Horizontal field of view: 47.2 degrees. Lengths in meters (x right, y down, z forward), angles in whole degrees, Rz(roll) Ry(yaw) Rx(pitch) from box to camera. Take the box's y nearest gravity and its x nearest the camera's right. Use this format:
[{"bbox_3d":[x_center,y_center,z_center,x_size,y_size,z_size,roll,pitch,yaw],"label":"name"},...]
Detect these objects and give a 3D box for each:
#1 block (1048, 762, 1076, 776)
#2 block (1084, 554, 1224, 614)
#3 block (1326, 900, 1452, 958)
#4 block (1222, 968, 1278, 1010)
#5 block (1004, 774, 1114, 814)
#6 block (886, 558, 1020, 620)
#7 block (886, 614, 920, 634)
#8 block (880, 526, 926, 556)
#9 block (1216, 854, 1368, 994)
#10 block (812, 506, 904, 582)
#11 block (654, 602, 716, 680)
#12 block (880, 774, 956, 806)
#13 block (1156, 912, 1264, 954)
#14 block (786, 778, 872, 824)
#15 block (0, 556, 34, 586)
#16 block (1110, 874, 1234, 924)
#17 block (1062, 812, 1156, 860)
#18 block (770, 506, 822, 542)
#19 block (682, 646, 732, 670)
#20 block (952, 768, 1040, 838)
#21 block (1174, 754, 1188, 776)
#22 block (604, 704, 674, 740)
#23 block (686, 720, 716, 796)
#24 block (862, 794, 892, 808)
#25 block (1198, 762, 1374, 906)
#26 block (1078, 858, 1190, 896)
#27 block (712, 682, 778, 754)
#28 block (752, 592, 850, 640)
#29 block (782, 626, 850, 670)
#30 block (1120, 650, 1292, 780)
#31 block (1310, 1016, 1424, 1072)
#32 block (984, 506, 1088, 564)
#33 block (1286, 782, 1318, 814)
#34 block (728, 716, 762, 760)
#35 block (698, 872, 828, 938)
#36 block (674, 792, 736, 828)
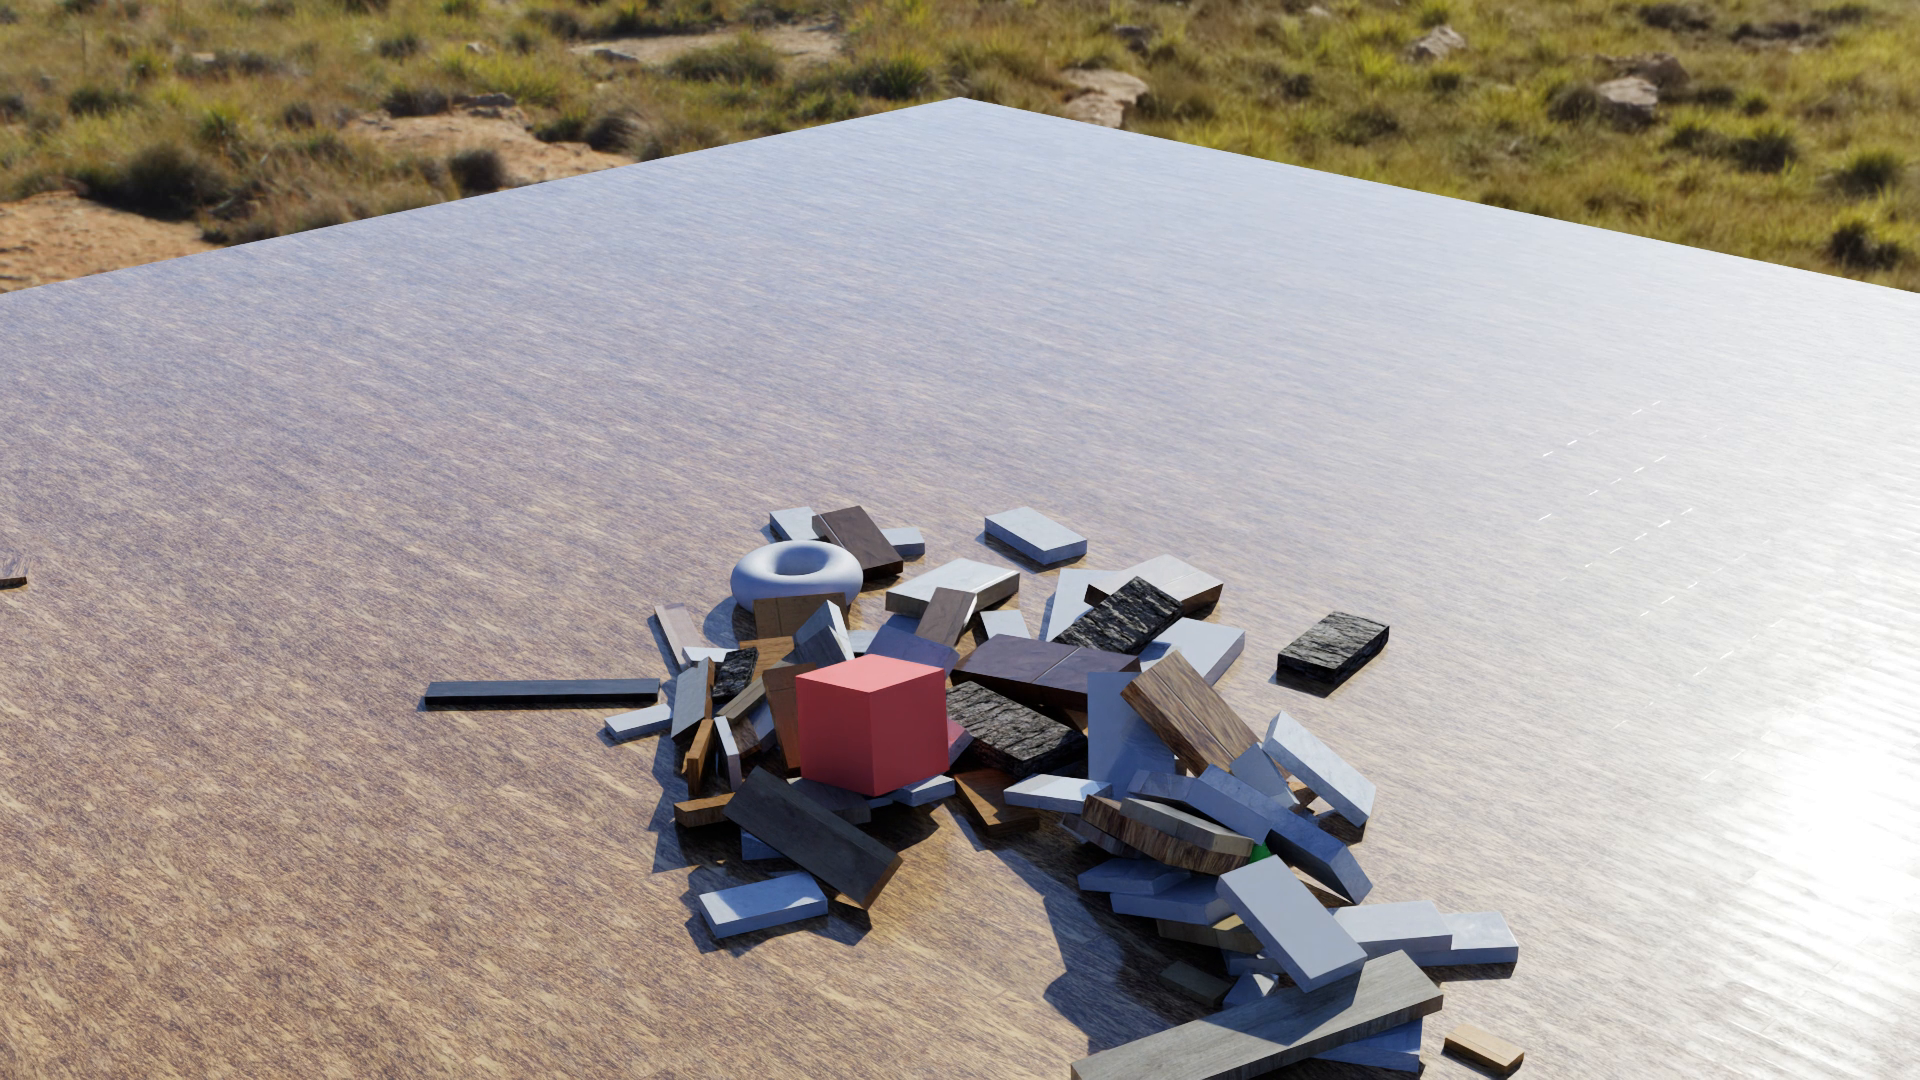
[{"bbox_3d":[0.145,0.456,4.652,0.097,0.027,0.194,-18,29,-36],"label":"block"},{"bbox_3d":[0.470,0.126,5.312,0.173,0.049,0.346,28,28,30],"label":"block"},{"bbox_3d":[0.758,0.705,3.974,0.231,0.033,0.116,-3,23,-8],"label":"block"},{"bbox_3d":[0.512,0.795,3.866,0.059,0.017,0.118,12,26,26],"label":"block"},{"bbox_3d":[0.197,0.507,4.394,0.200,0.028,0.100,2,17,41],"label":"block"},{"bbox_3d":[-0.015,0.124,5.352,0.173,0.049,0.346,13,19,28],"label":"block"},{"bbox_3d":[-0.135,0.251,5.120,0.136,0.039,0.272,7,24,16],"label":"block"},{"bbox_3d":[-0.209,0.009,5.700,0.219,0.031,0.109,-5,23,-11],"label":"block"},{"bbox_3d":[0.574,0.664,3.824,0.129,0.037,0.258,-14,44,-30],"label":"block"},{"bbox_3d":[-0.263,0.010,5.614,0.136,0.039,0.272,-13,37,-22],"label":"block"},{"bbox_3d":[-0.649,0.239,5.171,0.072,0.020,0.394,-7,24,-16],"label":"block"},{"bbox_3d":[-0.122,0.494,4.494,0.108,0.031,0.217,-12,15,-39],"label":"block"},{"bbox_3d":[0.484,0.688,3.956,0.129,0.037,0.258,-18,8,-32],"label":"block"},{"bbox_3d":[-0.265,0.521,4.409,0.117,0.033,0.234,-7,13,-16],"label":"block"},{"bbox_3d":[-2.383,0.079,5.551,0.066,0.019,0.131,-6,24,-14],"label":"block"},{"bbox_3d":[0.410,0.657,4.049,0.129,0.037,0.258,-18,8,-36],"label":"block"},{"bbox_3d":[0.290,0.575,4.274,0.100,0.028,0.200,15,3,-28],"label":"block"},{"bbox_3d":[-0.417,-0.029,5.789,0.109,0.031,0.219,-9,25,-20],"label":"block"},{"bbox_3d":[-0.558,0.273,5.045,0.147,0.021,0.073,5,20,-26],"label":"block"},{"bbox_3d":[0.072,0.532,4.468,0.108,0.031,0.217,-8,24,-18],"label":"block"},{"bbox_3d":[0.413,0.417,4.725,0.144,0.041,0.288,2,23,4],"label":"block"},{"bbox_3d":[-0.695,0.396,4.800,0.144,0.020,0.072,-13,26,-28],"label":"block"},{"bbox_3d":[-0.539,0.452,4.585,0.024,0.086,0.172,2,23,4],"label":"block"},{"bbox_3d":[-0.210,0.532,4.468,0.131,0.019,0.066,-10,14,-22],"label":"block"},{"bbox_3d":[0.618,0.560,4.199,0.049,0.172,0.345,-49,46,-11],"label":"block"},{"bbox_3d":[0.326,0.633,4.140,0.100,0.028,0.200,-19,8,-39],"label":"block"},{"bbox_3d":[-0.459,0.374,4.758,0.121,0.034,0.242,-43,38,-22],"label":"block"},{"bbox_3d":[-0.376,0.187,5.207,0.219,0.031,0.109,-4,59,-10],"label":"block"},{"bbox_3d":[-0.283,0.317,4.772,0.129,0.037,0.258,-36,49,5],"label":"block"},{"bbox_3d":[0.504,0.398,4.507,0.351,0.050,0.175,48,40,12],"label":"block"},{"bbox_3d":[0.657,0.836,3.744,0.252,0.036,0.126,5,24,13],"label":"block"},{"bbox_3d":[0.196,-0.013,5.743,0.136,0.039,0.272,-14,27,-30],"label":"block"},{"bbox_3d":[0.664,0.524,4.440,0.077,0.022,0.155,0,13,31],"label":"block"},{"bbox_3d":[-0.458,0.418,4.658,0.054,0.015,0.108,-29,35,-4],"label":"block"},{"bbox_3d":[-0.368,0.682,4.115,0.217,0.031,0.108,-10,25,-21],"label":"block"},{"bbox_3d":[-0.450,0.533,4.415,0.229,0.032,0.114,-8,4,-19],"label":"block"}]
